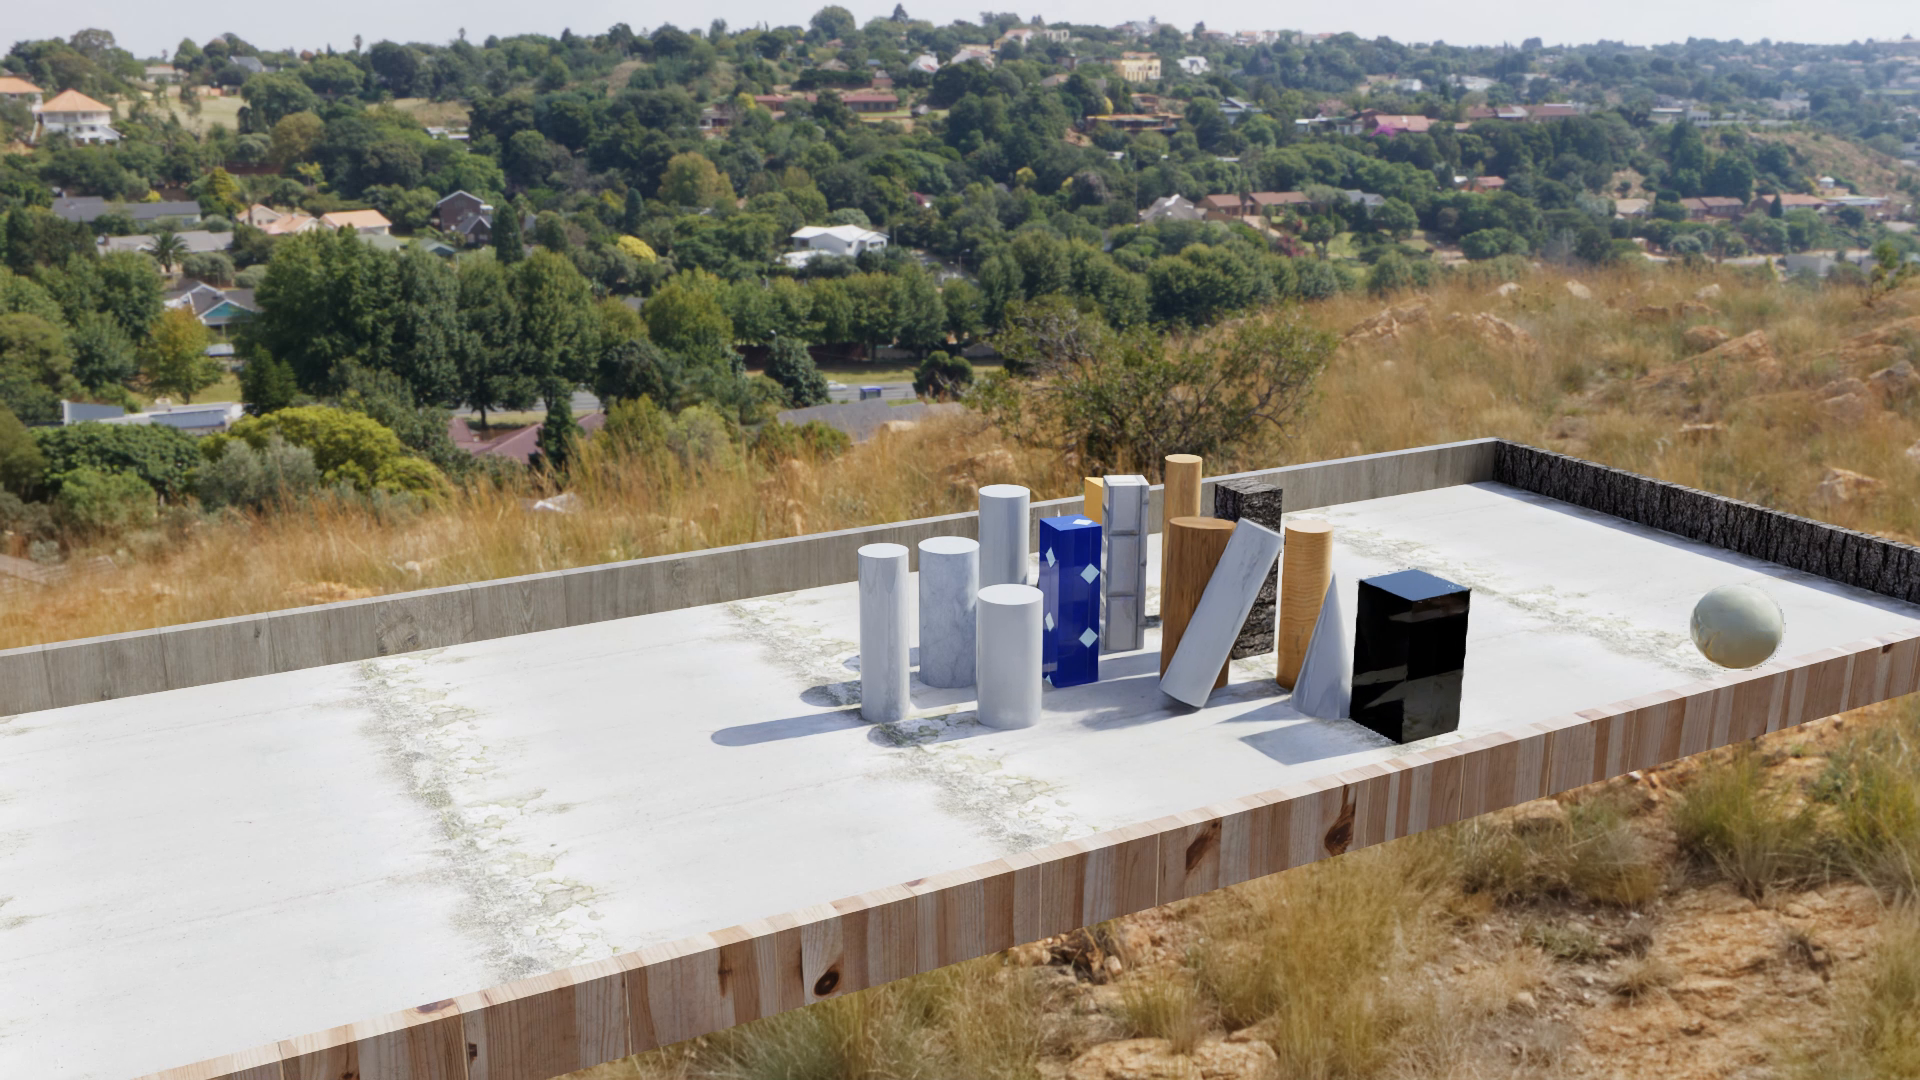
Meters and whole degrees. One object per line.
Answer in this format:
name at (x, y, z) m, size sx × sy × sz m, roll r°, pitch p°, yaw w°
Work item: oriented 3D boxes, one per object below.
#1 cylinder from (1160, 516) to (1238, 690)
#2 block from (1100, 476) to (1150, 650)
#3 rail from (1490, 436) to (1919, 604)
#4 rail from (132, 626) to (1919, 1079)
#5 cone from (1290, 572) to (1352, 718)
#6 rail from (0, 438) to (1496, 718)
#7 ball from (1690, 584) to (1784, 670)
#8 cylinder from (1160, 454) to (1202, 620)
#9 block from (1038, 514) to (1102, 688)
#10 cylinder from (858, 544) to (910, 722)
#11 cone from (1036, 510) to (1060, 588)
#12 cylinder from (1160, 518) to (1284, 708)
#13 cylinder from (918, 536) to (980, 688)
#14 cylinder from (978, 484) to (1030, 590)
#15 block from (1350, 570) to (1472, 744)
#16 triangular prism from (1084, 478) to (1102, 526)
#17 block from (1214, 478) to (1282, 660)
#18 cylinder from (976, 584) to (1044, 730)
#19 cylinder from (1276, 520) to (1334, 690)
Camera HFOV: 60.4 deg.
cylinder at (0.593, 0.154, 4.091) m, size 0.171 × 0.400 × 0.171 m, roll 2°, pitch 11°, yaw 0°
block at (0.431, 0.060, 4.353) m, size 0.104 × 0.449 × 0.104 m, roll -1°, pitch 16°, yaw -4°
rail at (2.466, -0.048, 5.253) m, size 0.050 × 0.150 × 2.100 m, roll -9°, pitch 18°, yaw -27°
rail at (-2.336, 1.006, 1.665) m, size 12.000 × 0.150 × 0.050 m, roll -9°, pitch 18°, yaw -27°
cone at (0.885, 0.234, 3.948) m, size 0.172 × 0.343 × 0.172 m, roll 0°, pitch 16°, yaw 0°
rail at (-3.305, 0.497, 3.399) m, size 12.000 × 0.150 × 0.050 m, roll -9°, pitch 18°, yaw -27°
ball at (1.565, 0.175, 3.327) m, size 0.172 × 0.172 × 0.172 m, roll 0°, pitch 16°, yaw 0°
cylinder at (0.608, -0.002, 4.548) m, size 0.100 × 0.458 × 0.100 m, roll 0°, pitch 16°, yaw 0°
block at (0.272, 0.152, 4.113) m, size 0.114 × 0.408 × 0.114 m, roll -7°, pitch 18°, yaw -21°
cylinder at (-0.178, 0.219, 3.887) m, size 0.118 × 0.407 × 0.118 m, roll 0°, pitch 16°, yaw 0°
cone at (0.272, 0.062, 4.595) m, size 0.165 × 0.309 × 0.165 m, roll 0°, pitch 16°, yaw 0°
cylinder at (0.626, 0.174, 3.951) m, size 0.117 × 0.451 × 0.117 m, roll 24°, pitch 8°, yaw -4°
cylinder at (-0.027, 0.180, 4.120) m, size 0.151 × 0.350 × 0.151 m, roll 0°, pitch 16°, yaw 0°
cylinder at (0.115, 0.075, 4.349) m, size 0.133 × 0.423 × 0.133 m, roll 0°, pitch 16°, yaw 0°
block at (1.042, 0.268, 3.831) m, size 0.176 × 0.346 × 0.176 m, roll -9°, pitch 19°, yaw -27°
triangular prism at (0.424, -0.023, 4.882) m, size 0.134 × 0.311 × 0.154 m, roll 13°, pitch 21°, yaw 36°
block at (0.744, 0.075, 4.309) m, size 0.123 × 0.446 × 0.123 m, roll -8°, pitch 18°, yaw -27°
cylinder at (0.117, 0.274, 3.876) m, size 0.154 × 0.308 × 0.154 m, roll 0°, pitch 16°, yaw 0°
cylinder at (0.852, 0.162, 4.077) m, size 0.117 × 0.409 × 0.117 m, roll 0°, pitch 16°, yaw 0°
